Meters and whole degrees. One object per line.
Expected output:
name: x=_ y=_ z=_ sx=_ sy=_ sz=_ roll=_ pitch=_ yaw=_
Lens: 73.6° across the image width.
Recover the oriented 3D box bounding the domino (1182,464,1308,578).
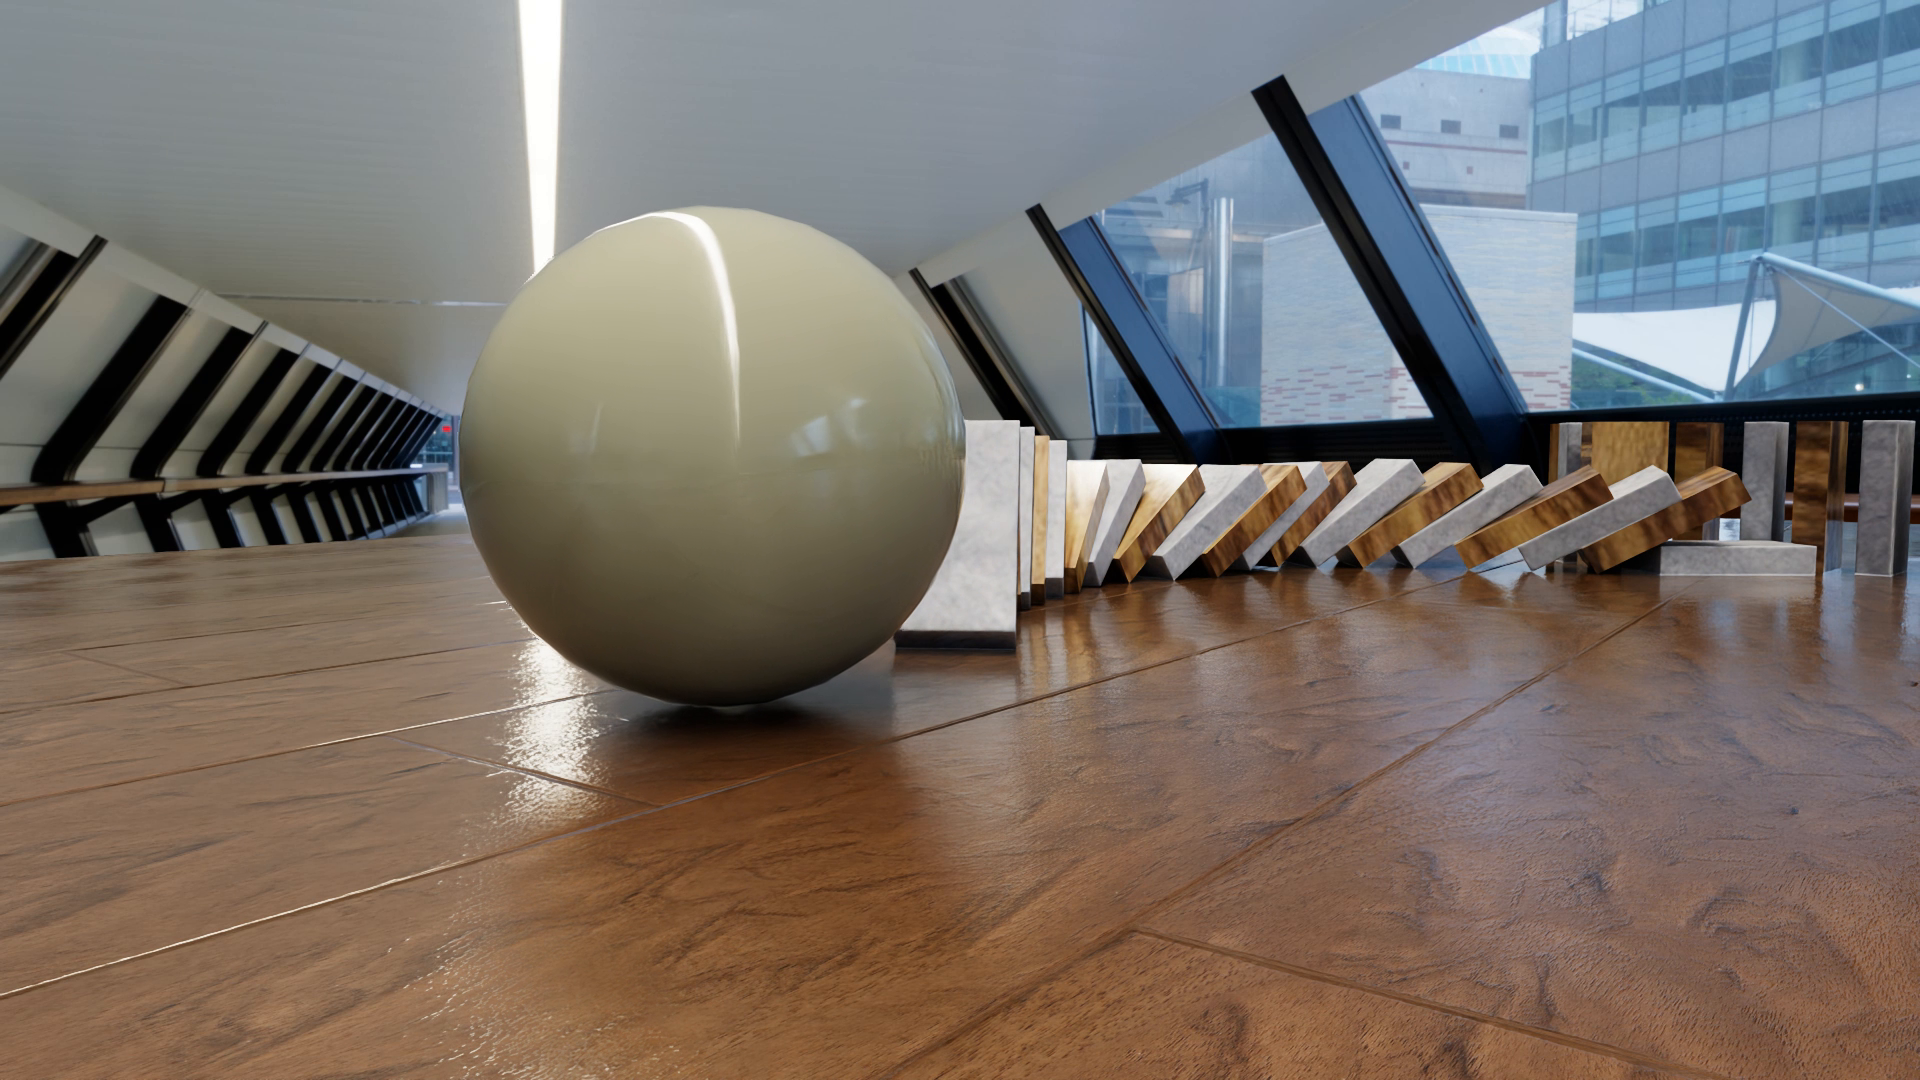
domino: x=0.090 y=-0.007 z=0.427 sx=0.050 sy=0.009 sz=0.025 roll=-40 pitch=24 yaw=-25

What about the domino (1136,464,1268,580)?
domino: x=0.075 y=-0.007 z=0.419 sx=0.050 sy=0.010 sz=0.025 roll=-40 pitch=24 yaw=-25

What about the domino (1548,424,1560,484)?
domino: x=0.234 y=-0.018 z=0.478 sx=0.010 sy=0.050 sz=0.025 roll=-3 pitch=5 yaw=-33

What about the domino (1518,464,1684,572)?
domino: x=0.211 y=-0.007 z=0.429 sx=0.050 sy=0.010 sz=0.025 roll=-30 pitch=0 yaw=20

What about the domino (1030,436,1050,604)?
domino: x=0.012 y=-0.006 z=0.355 sx=0.025 sy=0.050 sz=0.010 roll=0 pitch=-35 yaw=6

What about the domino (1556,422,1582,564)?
domino: x=0.229 y=-0.017 z=0.460 sx=0.025 sy=0.050 sz=0.009 roll=1 pitch=4 yaw=7

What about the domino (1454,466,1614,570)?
domino: x=0.193 y=-0.008 z=0.436 sx=0.050 sy=0.010 sz=0.025 roll=-30 pitch=0 yaw=21

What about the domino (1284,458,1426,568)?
domino: x=0.137 y=-0.010 z=0.453 sx=0.050 sy=0.009 sz=0.025 roll=-37 pitch=10 yaw=-7

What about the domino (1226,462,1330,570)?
domino: x=0.102 y=-0.009 z=0.442 sx=0.050 sy=0.010 sz=0.025 roll=-42 pitch=24 yaw=-28

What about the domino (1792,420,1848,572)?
domino: x=0.291 y=-0.015 z=0.435 sx=0.025 sy=0.050 sz=0.009 roll=-4 pitch=6 yaw=-44

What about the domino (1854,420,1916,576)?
domino: x=0.304 y=-0.014 z=0.421 sx=0.025 sy=0.050 sz=0.009 roll=-4 pitch=6 yaw=-43

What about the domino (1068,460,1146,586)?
domino: x=0.039 y=-0.006 z=0.400 sx=0.025 sy=0.010 sz=0.050 roll=1 pitch=41 yaw=28

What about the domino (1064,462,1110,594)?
domino: x=0.028 y=-0.005 z=0.385 sx=0.025 sy=0.009 sz=0.050 roll=1 pitch=40 yaw=19

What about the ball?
ball: x=-0.039 y=-0.013 z=0.209 sx=0.080 sy=0.080 sz=0.080 roll=0 pitch=4 yaw=0

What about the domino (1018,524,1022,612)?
domino: x=0.003 y=-0.006 z=0.330 sx=0.025 sy=0.050 sz=0.010 roll=-1 pitch=-29 yaw=4

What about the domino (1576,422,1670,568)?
domino: x=0.229 y=-0.016 z=0.444 sx=0.025 sy=0.050 sz=0.010 roll=0 pitch=4 yaw=5

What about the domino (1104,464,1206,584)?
domino: x=0.055 y=-0.006 z=0.412 sx=0.025 sy=0.010 sz=0.050 roll=4 pitch=40 yaw=44

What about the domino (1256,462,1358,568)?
domino: x=0.115 y=-0.010 z=0.454 sx=0.050 sy=0.010 sz=0.025 roll=-41 pitch=23 yaw=-27

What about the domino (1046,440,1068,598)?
domino: x=0.018 y=-0.007 z=0.367 sx=0.025 sy=0.050 sz=0.009 roll=0 pitch=-38 yaw=6

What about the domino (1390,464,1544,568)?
domino: x=0.175 y=-0.009 z=0.447 sx=0.050 sy=0.009 sz=0.025 roll=-33 pitch=0 yaw=8

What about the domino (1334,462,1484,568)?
domino: x=0.156 y=-0.009 z=0.451 sx=0.050 sy=0.010 sz=0.025 roll=-34 pitch=5 yaw=0

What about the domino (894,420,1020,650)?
domino: x=0.000 y=-0.002 z=0.274 sx=0.025 sy=0.050 sz=0.009 roll=0 pitch=-27 yaw=4

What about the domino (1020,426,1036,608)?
domino: x=0.007 y=-0.007 z=0.341 sx=0.025 sy=0.050 sz=0.009 roll=0 pitch=-29 yaw=6

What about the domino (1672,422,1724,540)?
domino: x=0.265 y=-0.017 z=0.460 sx=0.009 sy=0.050 sz=0.025 roll=4 pitch=6 yaw=42

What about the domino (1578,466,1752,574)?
domino: x=0.230 y=-0.007 z=0.423 sx=0.050 sy=0.010 sz=0.025 roll=-30 pitch=0 yaw=19

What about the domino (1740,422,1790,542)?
domino: x=0.282 y=-0.016 z=0.450 sx=0.009 sy=0.050 sz=0.025 roll=4 pitch=6 yaw=41

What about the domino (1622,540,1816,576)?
domino: x=0.252 y=0.006 z=0.427 sx=0.050 sy=0.009 sz=0.025 roll=0 pitch=4 yaw=1
